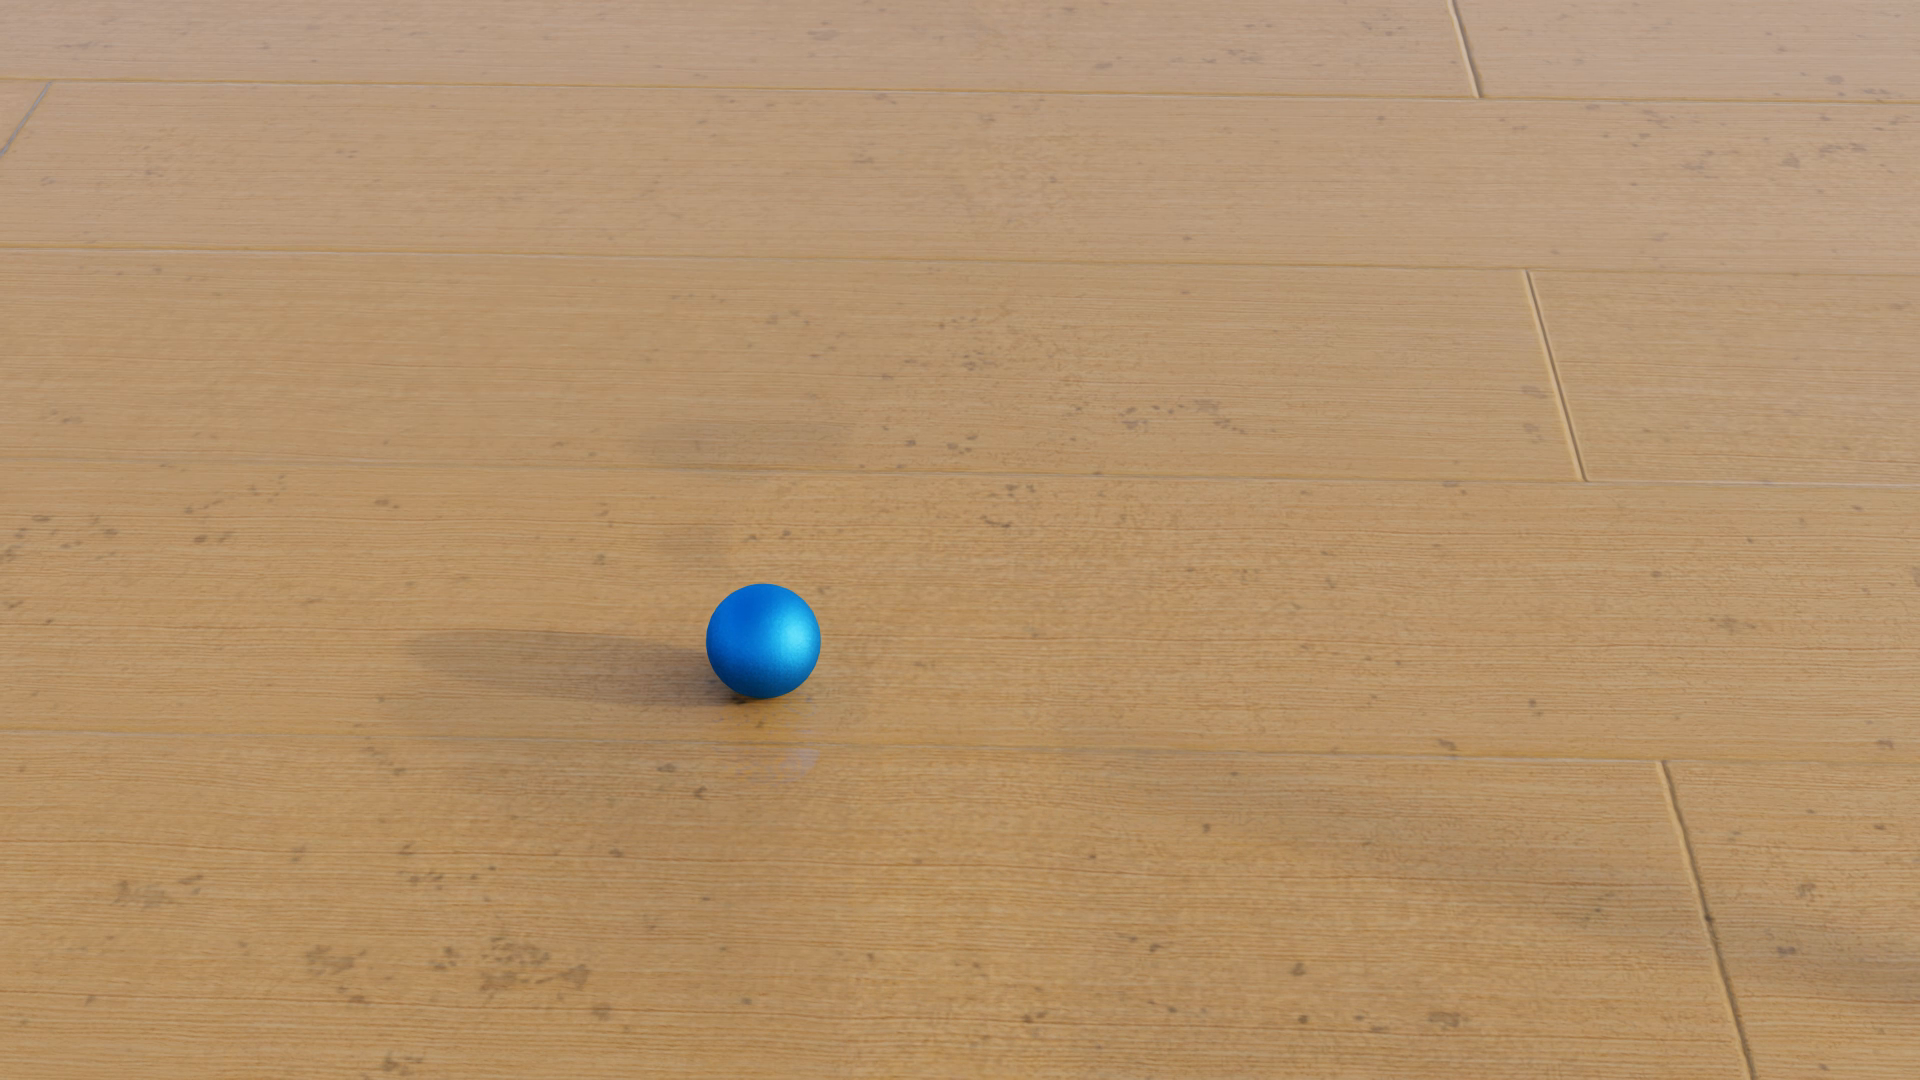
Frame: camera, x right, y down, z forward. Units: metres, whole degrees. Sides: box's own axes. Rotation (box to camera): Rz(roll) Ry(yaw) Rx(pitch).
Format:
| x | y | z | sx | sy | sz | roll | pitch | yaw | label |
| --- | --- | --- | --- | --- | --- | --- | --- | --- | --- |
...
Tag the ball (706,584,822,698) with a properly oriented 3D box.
| x | y | z | sx | sy | sz | roll | pitch | yaw | label |
| --- | --- | --- | --- | --- | --- | --- | --- | --- | --- |
| -0.097 | 0.050 | 1.449 | 0.057 | 0.057 | 0.057 | 0 | 33 | 0 | ball |
